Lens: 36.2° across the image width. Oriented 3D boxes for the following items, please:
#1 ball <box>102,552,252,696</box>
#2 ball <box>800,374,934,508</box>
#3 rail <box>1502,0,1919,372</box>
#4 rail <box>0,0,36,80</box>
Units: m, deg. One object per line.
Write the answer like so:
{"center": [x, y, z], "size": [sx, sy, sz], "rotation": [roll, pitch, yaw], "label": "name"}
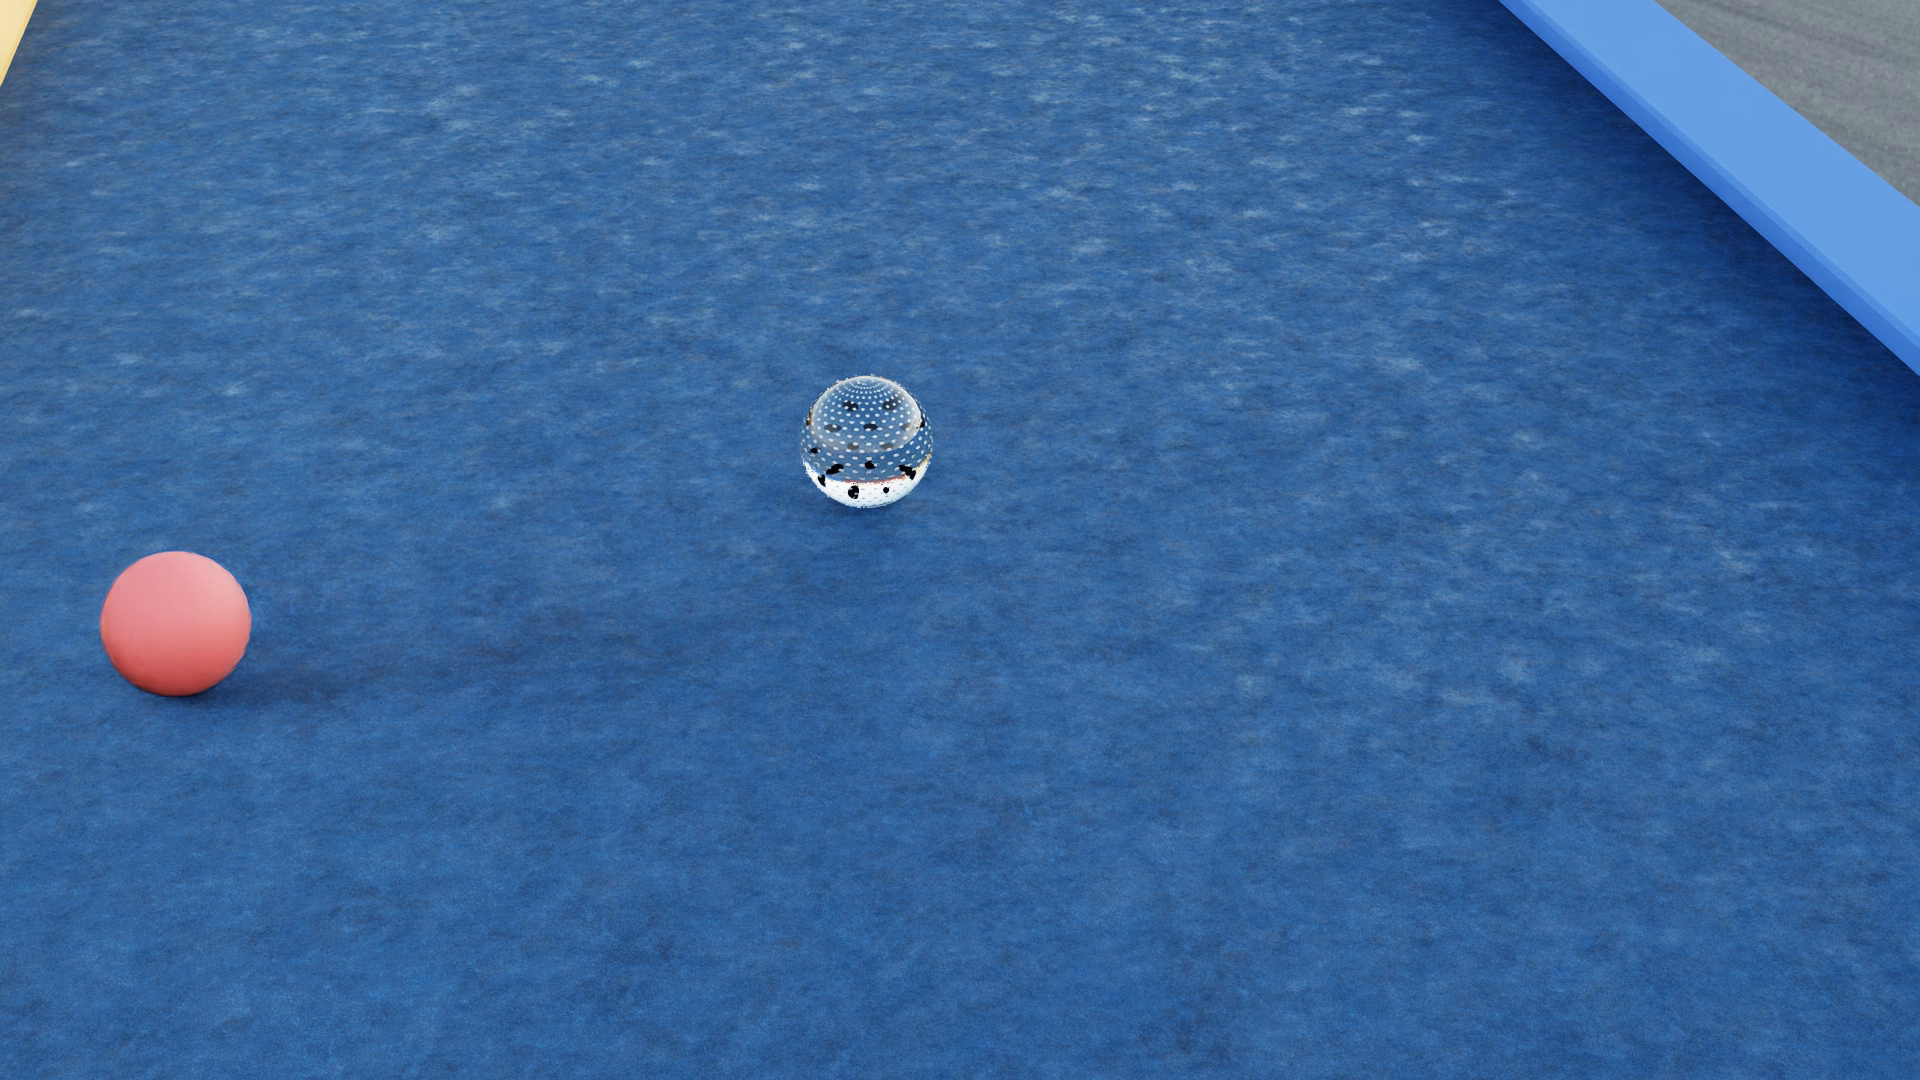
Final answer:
{"center": [-0.472, 0.050, 1.773], "size": [0.087, 0.087, 0.087], "rotation": [0, 27, 0], "label": "ball"}
{"center": [-0.064, -0.067, 2.002], "size": [0.091, 0.091, 0.091], "rotation": [0, 27, 0], "label": "ball"}
{"center": [0.620, -0.410, 2.652], "size": [0.045, 0.118, 3.014], "rotation": [-4, 27, -8], "label": "rail"}
{"center": [-0.853, -0.307, 2.446], "size": [0.045, 0.118, 3.014], "rotation": [-4, 27, -8], "label": "rail"}
